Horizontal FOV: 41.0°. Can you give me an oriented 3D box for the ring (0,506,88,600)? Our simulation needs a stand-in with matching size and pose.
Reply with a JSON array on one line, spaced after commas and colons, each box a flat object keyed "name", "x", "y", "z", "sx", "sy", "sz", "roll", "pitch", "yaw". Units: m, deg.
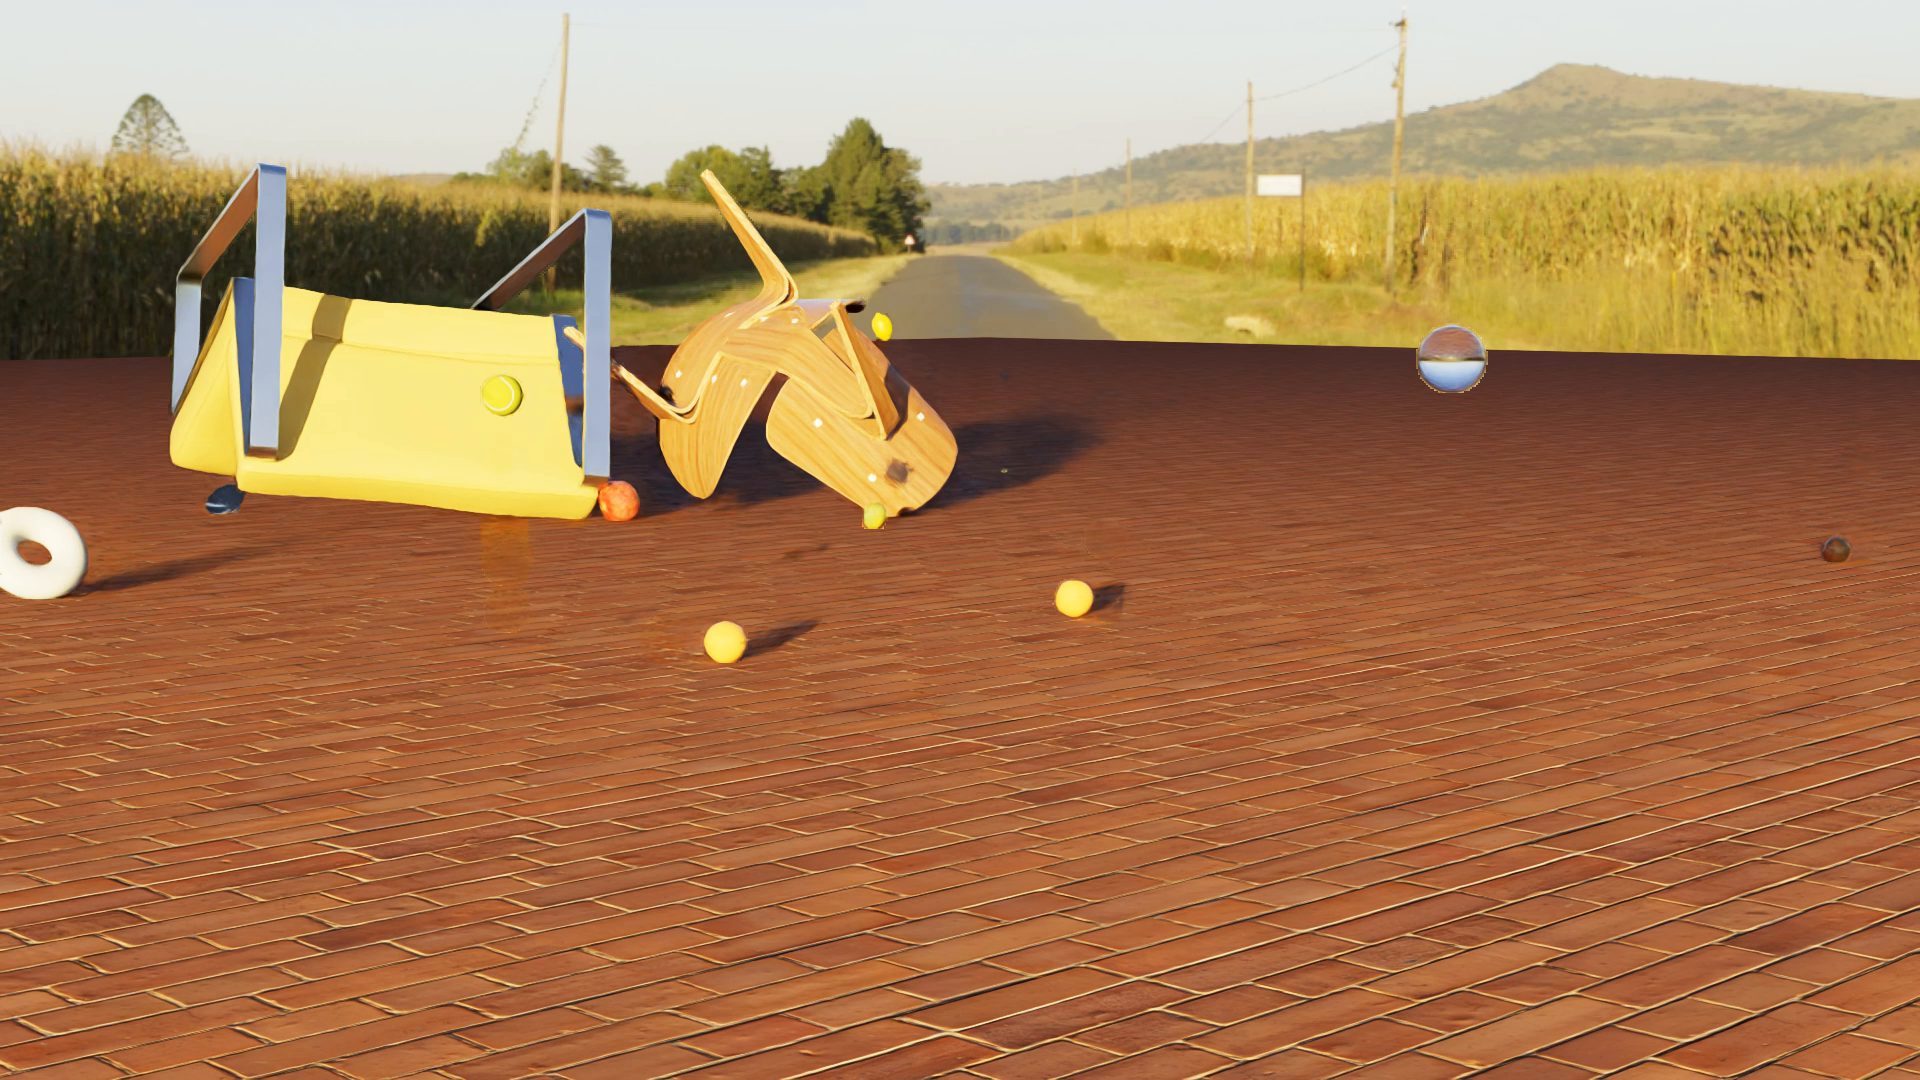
[{"name": "ring", "x": -1.896, "y": 0.027, "z": 5.255, "sx": 0.217, "sy": 0.217, "sz": 0.066, "roll": -22, "pitch": -17, "yaw": -46}]

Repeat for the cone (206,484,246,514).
[{"name": "cone", "x": -2.027, "y": -0.096, "z": 7.138, "sx": 0.114, "sy": 0.083, "sz": 0.091, "roll": -30, "pitch": -21, "yaw": -7}]

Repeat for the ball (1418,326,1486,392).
[{"name": "ball", "x": 1.290, "y": -0.476, "z": 6.732, "sx": 0.175, "sy": 0.175, "sz": 0.175, "roll": 0, "pitch": 6, "yaw": 0}]
